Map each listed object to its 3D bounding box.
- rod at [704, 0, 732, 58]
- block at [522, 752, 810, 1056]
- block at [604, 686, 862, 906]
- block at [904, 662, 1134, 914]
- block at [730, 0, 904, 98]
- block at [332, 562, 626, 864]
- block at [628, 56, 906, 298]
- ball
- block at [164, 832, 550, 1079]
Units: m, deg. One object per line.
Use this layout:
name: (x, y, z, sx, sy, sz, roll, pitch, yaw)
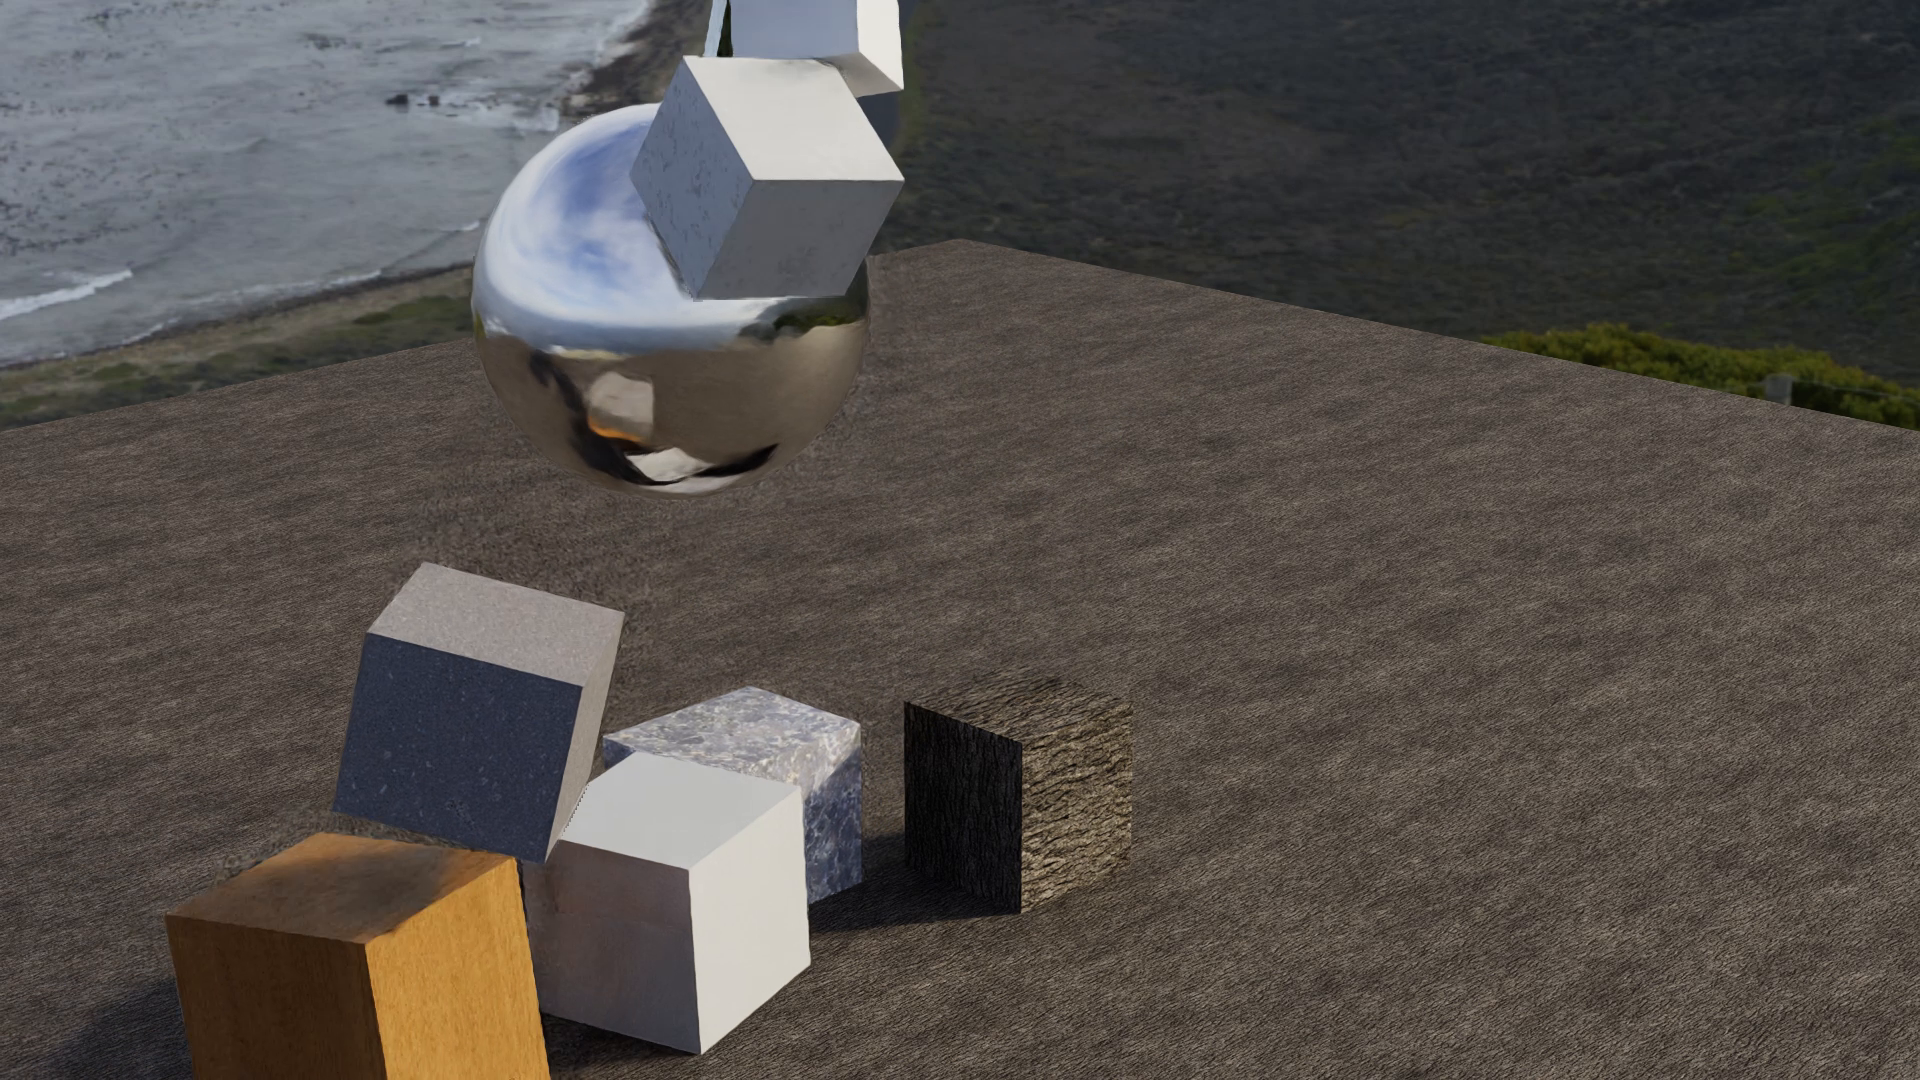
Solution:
rod: (-0.503, -4.276, 11.470, 0.080, 5.200, 0.080, 17, 8, 42)
block: (-1.209, 1.485, 12.148, 0.824, 0.832, 0.836, 9, 23, 27)
block: (-1.014, 1.216, 13.180, 0.719, 0.776, 0.892, 16, 23, 41)
block: (0.267, 1.119, 13.430, 0.743, 0.812, 0.730, 17, 24, 42)
block: (-0.555, -2.033, 11.284, 0.502, 0.550, 0.539, -6, -9, 16)
block: (-1.752, 0.619, 10.757, 0.781, 0.696, 0.836, 14, 17, 0)
block: (-0.717, -1.332, 10.783, 0.648, 0.583, 0.651, -5, 51, -36)
ball: (-1.162, -0.959, 11.822, 1.600, 1.600, 1.600, 0, 17, 0)
block: (-2.253, 1.737, 11.037, 0.981, 0.945, 0.845, 3, 18, 31)
